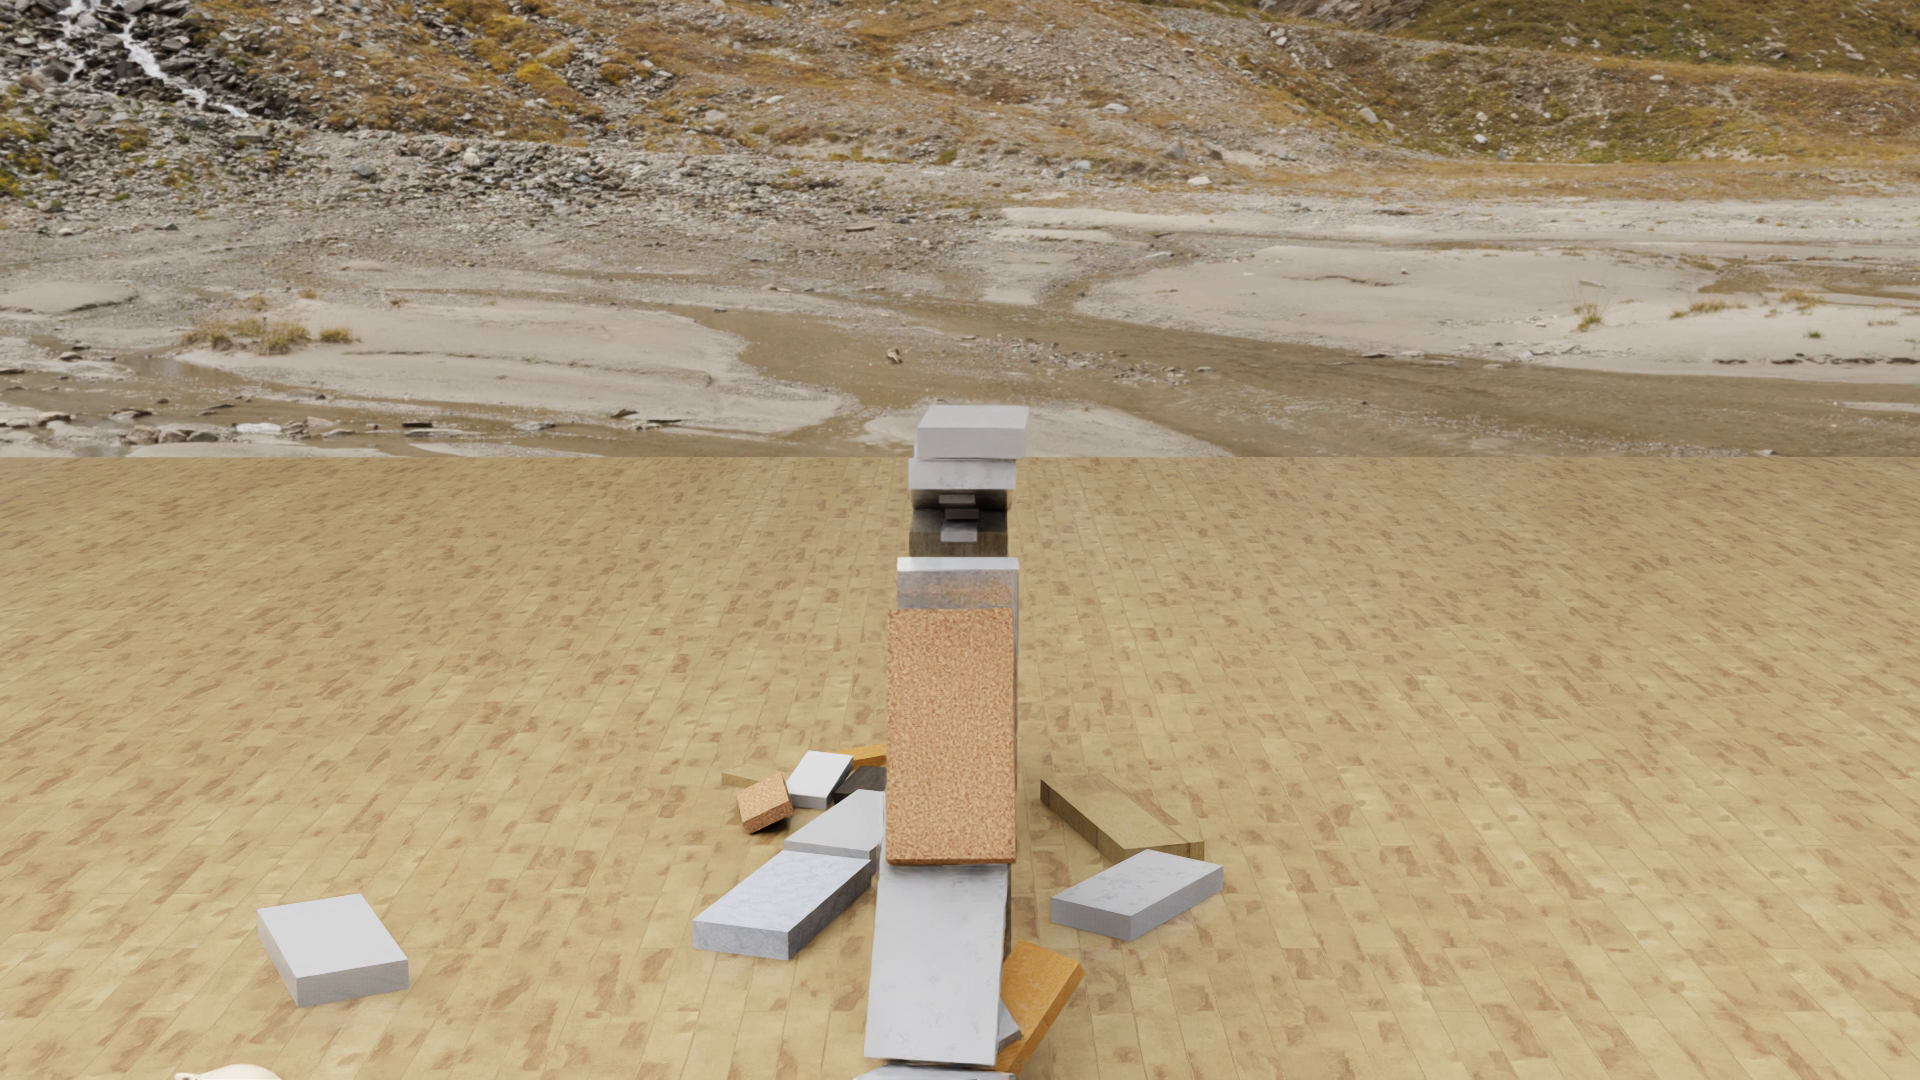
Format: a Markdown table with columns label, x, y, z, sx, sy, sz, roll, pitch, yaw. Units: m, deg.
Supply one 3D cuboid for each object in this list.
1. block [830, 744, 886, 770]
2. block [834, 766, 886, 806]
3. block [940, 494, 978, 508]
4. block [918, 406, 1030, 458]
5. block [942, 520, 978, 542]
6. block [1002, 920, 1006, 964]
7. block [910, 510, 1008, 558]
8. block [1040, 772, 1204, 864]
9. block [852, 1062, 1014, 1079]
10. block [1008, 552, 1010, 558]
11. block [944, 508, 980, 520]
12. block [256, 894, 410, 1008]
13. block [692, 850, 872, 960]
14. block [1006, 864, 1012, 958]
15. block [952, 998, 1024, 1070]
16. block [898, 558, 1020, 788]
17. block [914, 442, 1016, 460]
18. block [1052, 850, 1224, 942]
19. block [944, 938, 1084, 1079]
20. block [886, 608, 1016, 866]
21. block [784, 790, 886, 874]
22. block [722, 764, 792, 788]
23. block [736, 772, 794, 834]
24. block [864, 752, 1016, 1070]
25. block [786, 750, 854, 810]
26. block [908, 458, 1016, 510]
| label | x | y | z | sx | sy | sz | roll | pitch | yaw |
| --- | --- | --- | --- | --- | --- | --- | --- | --- | --- |
| block | -0.191 | 0.438 | 4.428 | 0.152 | 0.022 | 0.076 | -6 | 12 | -31 |
| block | -0.172 | 0.474 | 4.221 | 0.092 | 0.026 | 0.184 | 2 | 11 | 13 |
| block | -0.001 | -0.055 | 3.170 | 0.050 | 0.014 | 0.101 | 0 | -5 | 3 |
| block | 0.023 | -0.160 | 3.210 | 0.150 | 0.043 | 0.301 | 1 | 9 | 3 |
| block | 0.000 | -0.014 | 3.157 | 0.050 | 0.014 | 0.101 | 0 | 11 | 1 |
| block | -0.007 | 0.555 | 3.095 | 0.138 | 0.276 | 0.039 | -2 | 2 | -9 |
| block | 0.000 | -0.019 | 3.330 | 0.143 | 0.041 | 0.286 | 0 | 11 | 1 |
| block | 0.288 | 0.508 | 3.995 | 0.149 | 0.042 | 0.438 | -3 | 11 | -17 |
| block | -0.051 | 0.694 | 2.707 | 0.169 | 0.048 | 0.338 | 2 | -6 | 13 |
| block | 0.001 | 0.159 | 3.267 | 0.143 | 0.286 | 0.041 | 0 | 10 | 0 |
| block | 0.004 | -0.037 | 3.223 | 0.050 | 0.014 | 0.101 | 0 | -2 | 1 |
| block | -0.962 | 0.624 | 3.363 | 0.162 | 0.046 | 0.323 | -5 | 12 | -27 |
| block | -0.283 | 0.587 | 3.561 | 0.162 | 0.046 | 0.357 | 4 | 11 | 18 |
| block | 0.000 | 0.492 | 3.348 | 0.155 | 0.310 | 0.044 | 0 | 10 | 0 |
| block | -0.010 | 0.608 | 2.960 | 0.102 | 0.029 | 0.203 | -30 | 56 | -6 |
| block | -0.003 | 0.192 | 3.137 | 0.170 | 0.339 | 0.048 | 0 | 21 | 0 |
| block | 0.007 | -0.110 | 3.386 | 0.150 | 0.043 | 0.302 | 0 | -4 | 0 |
| block | 0.294 | 0.580 | 3.608 | 0.149 | 0.042 | 0.297 | 7 | 13 | 35 |
| block | 0.071 | 0.642 | 2.969 | 0.102 | 0.029 | 0.203 | 15 | 54 | 37 |
| block | -0.012 | 0.263 | 2.957 | 0.170 | 0.339 | 0.048 | -1 | -17 | 2 |
| block | -0.172 | 0.519 | 3.924 | 0.162 | 0.046 | 0.323 | 4 | 11 | 21 |
| block | -0.381 | 0.467 | 4.274 | 0.152 | 0.022 | 0.076 | 8 | 13 | 36 |
| block | -0.361 | 0.486 | 4.065 | 0.092 | 0.026 | 0.184 | -25 | 13 | -4 |
| block | -0.024 | 0.484 | 2.938 | 0.170 | 0.423 | 0.048 | 3 | -20 | 4 |
| block | -0.274 | 0.459 | 4.209 | 0.092 | 0.026 | 0.184 | 5 | 21 | 12 |
| block | 0.003 | -0.080 | 3.220 | 0.150 | 0.043 | 0.301 | 0 | -5 | 0 |
